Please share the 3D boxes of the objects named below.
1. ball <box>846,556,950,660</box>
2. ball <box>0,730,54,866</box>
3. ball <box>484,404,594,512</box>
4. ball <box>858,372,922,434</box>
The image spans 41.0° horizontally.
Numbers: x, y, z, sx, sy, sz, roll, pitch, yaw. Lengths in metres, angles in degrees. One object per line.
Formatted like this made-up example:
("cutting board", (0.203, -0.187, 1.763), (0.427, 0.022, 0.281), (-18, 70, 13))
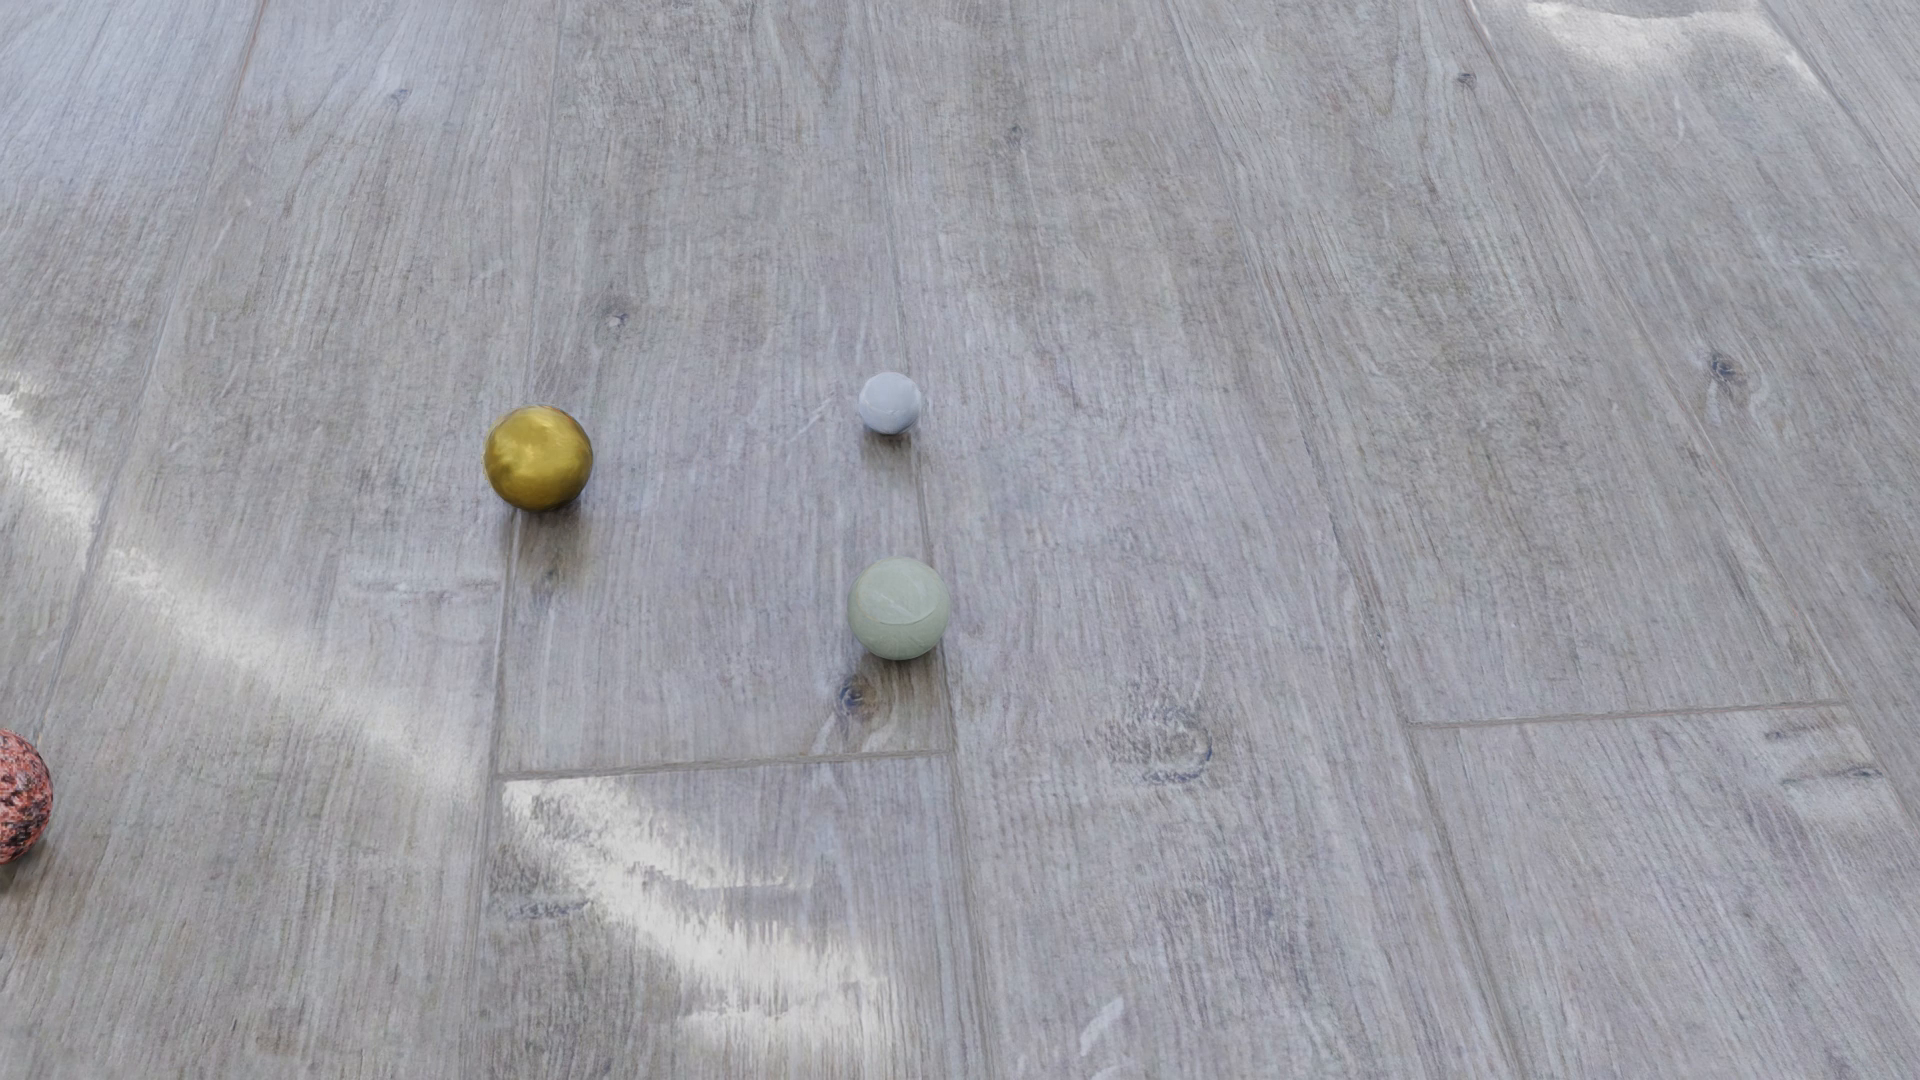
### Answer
("ball", (-0.035, 0.039, 1.450), (0.059, 0.059, 0.059), (0, 37, 0))
("ball", (-0.503, 0.132, 1.315), (0.073, 0.073, 0.073), (0, 37, 0))
("ball", (-0.256, -0.050, 1.561), (0.066, 0.066, 0.066), (0, 37, 0))
("ball", (-0.044, -0.087, 1.632), (0.040, 0.040, 0.040), (0, 37, 0))
